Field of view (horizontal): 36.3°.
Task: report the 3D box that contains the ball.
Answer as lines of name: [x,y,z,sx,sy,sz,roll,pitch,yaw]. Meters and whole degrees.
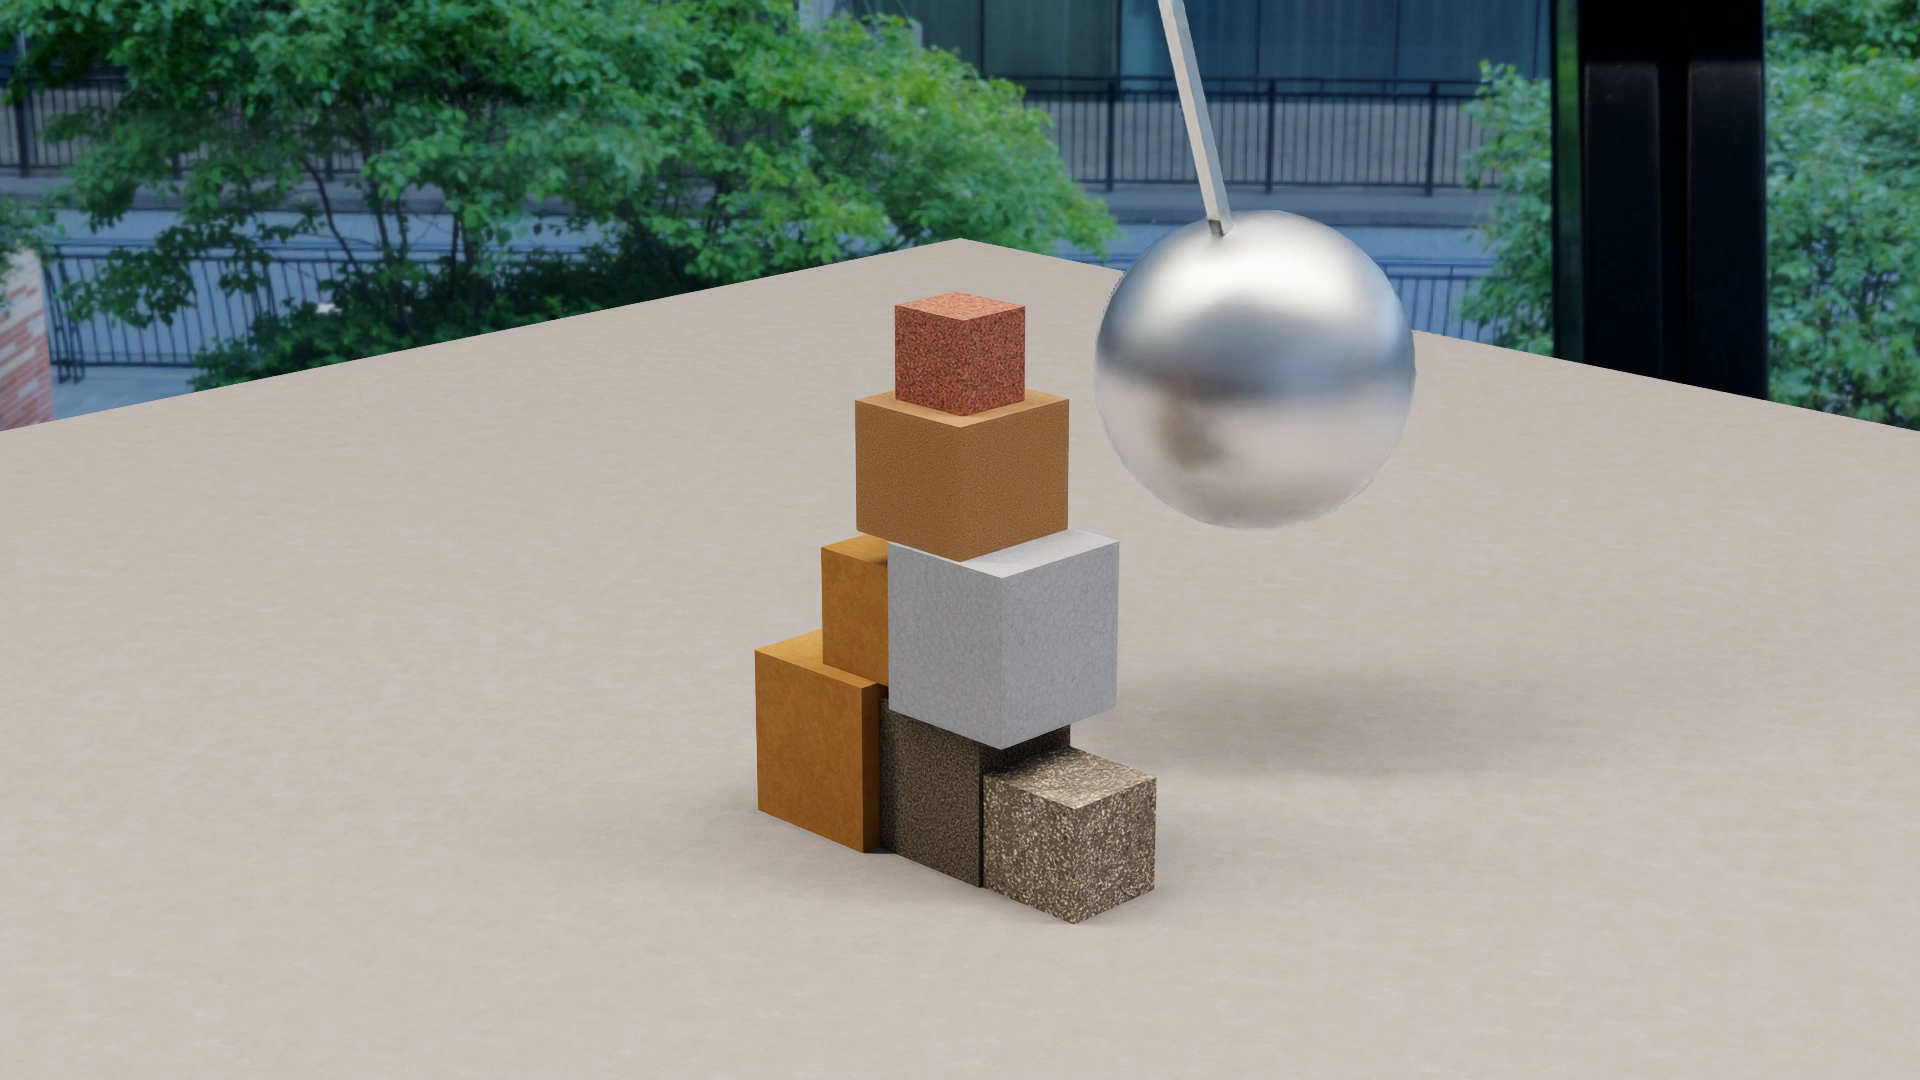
ball: [1.467,-0.844,14.614,1.600,1.600,1.600,0,17,0]

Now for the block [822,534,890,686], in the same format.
block: [-0.250,0.296,13.711,0.608,0.572,0.506,-17,24,-42]

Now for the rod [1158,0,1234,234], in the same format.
rod: [0.636,-3.639,12.864,0.080,5.200,0.080,17,44,42]

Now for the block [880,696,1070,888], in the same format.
block: [0.070,1.091,13.625,0.603,0.748,0.646,-17,24,-42]

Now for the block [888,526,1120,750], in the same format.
block: [0.196,0.388,13.286,0.757,0.796,0.716,-17,24,-42]

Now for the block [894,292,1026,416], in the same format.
block: [0.000,-0.834,13.079,0.390,0.432,0.431,-17,24,-42]

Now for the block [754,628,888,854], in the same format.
block: [-0.445,0.912,14.074,0.764,0.821,0.744,-17,24,-42]

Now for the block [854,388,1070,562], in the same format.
block: [0.010,-0.338,13.246,0.695,0.614,0.666,-17,24,-42]

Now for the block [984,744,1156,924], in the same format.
block: [0.493,1.319,13.229,0.533,0.550,0.565,-17,24,-42]
